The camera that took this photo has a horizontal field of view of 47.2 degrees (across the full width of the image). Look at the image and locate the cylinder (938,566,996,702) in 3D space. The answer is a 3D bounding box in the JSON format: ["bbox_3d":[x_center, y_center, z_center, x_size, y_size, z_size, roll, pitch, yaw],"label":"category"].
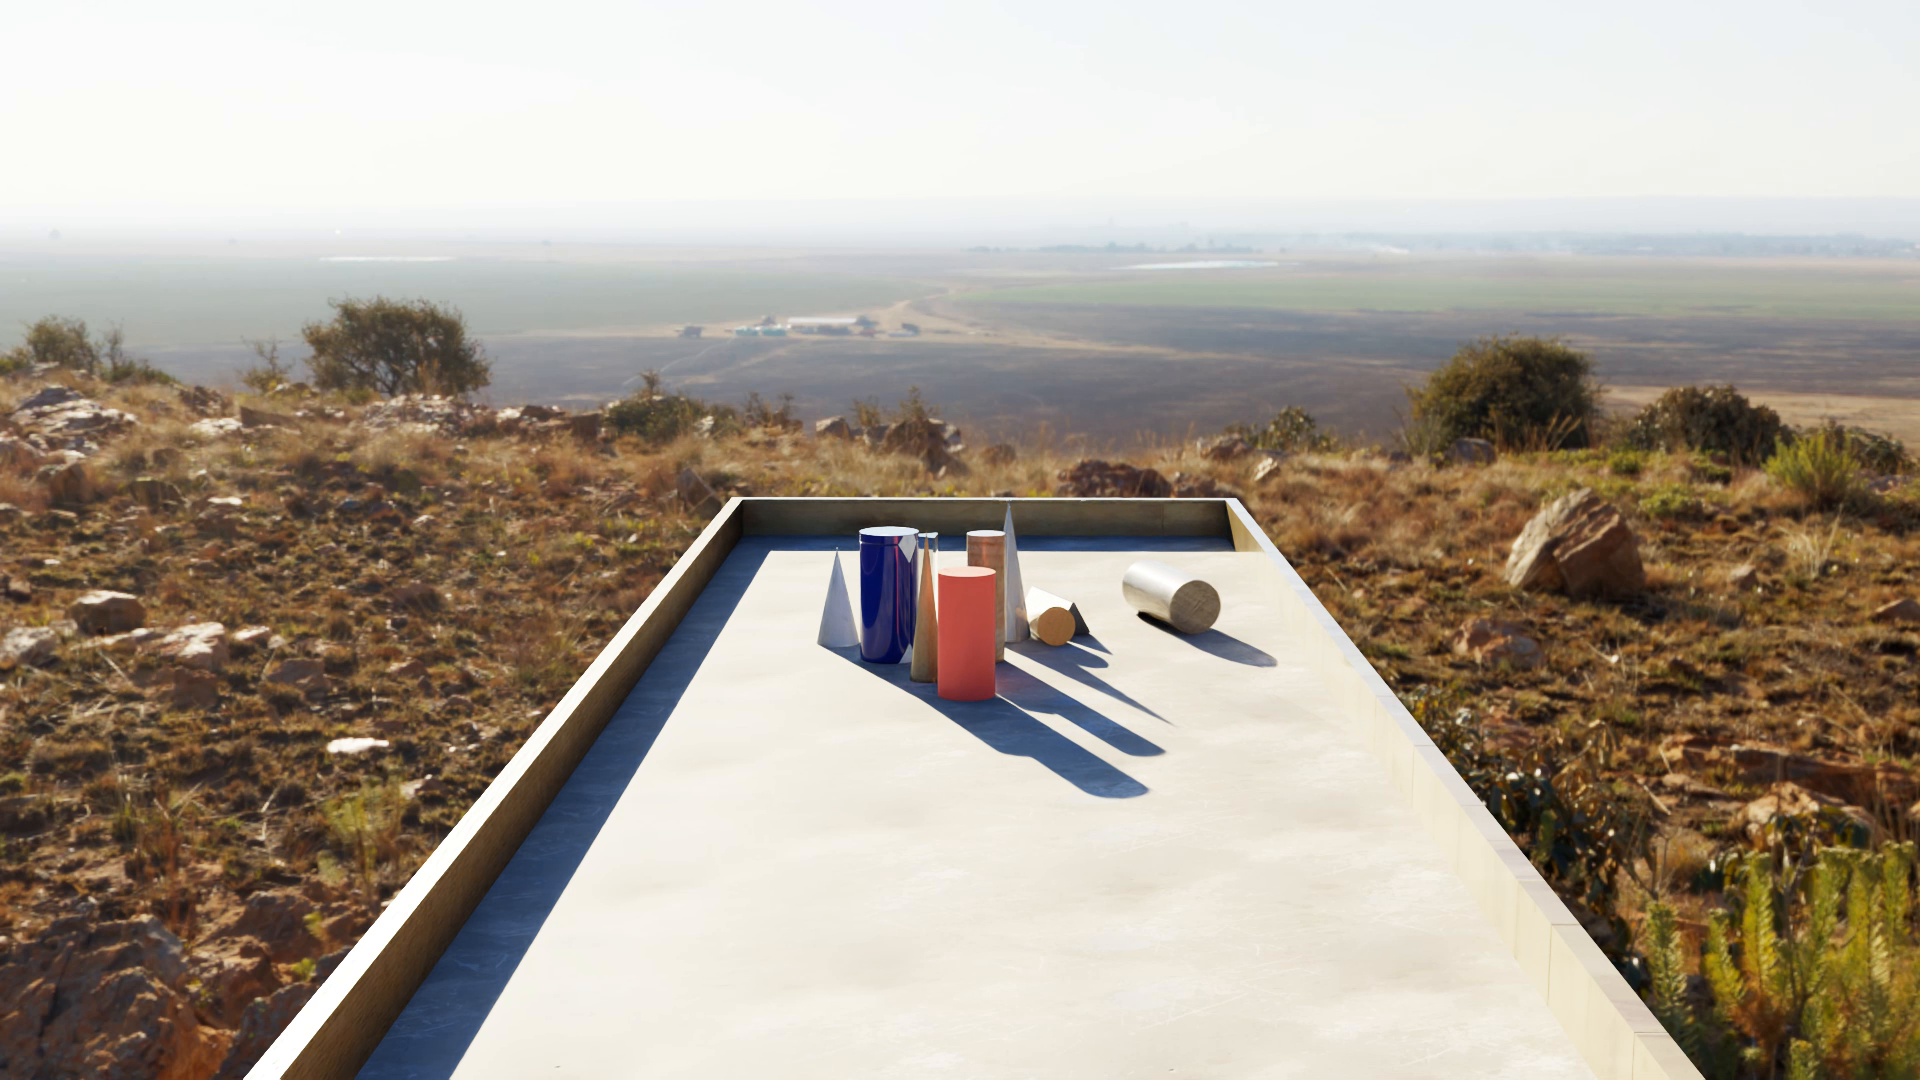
[{"bbox_3d":[0.018,0.264,6.212,0.164,0.355,0.164,0,9,0],"label":"cylinder"}]

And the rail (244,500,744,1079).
[{"bbox_3d":[-1.004,0.839,3.234,0.050,0.150,12.000,0,9,1],"label":"rail"}]

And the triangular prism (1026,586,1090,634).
[{"bbox_3d":[0.304,0.229,7.206,0.122,0.105,0.314,-4,10,-22],"label":"triangular prism"}]

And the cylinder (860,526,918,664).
[{"bbox_3d":[-0.215,0.167,6.703,0.179,0.392,0.179,0,9,0],"label":"cylinder"}]

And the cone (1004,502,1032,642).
[{"bbox_3d":[0.154,0.093,7.008,0.152,0.440,0.152,0,10,0],"label":"cone"}]

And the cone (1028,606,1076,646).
[{"bbox_3d":[0.244,0.267,7.123,0.125,0.125,0.448,-2,1,-15],"label":"cone"}]

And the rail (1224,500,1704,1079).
[{"bbox_3d":[1.046,0.843,3.208,0.050,0.150,12.000,0,9,1],"label":"rail"}]

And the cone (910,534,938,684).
[{"bbox_3d":[-0.097,0.188,6.397,0.101,0.447,0.101,0,9,0],"label":"cone"}]

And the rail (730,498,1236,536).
[{"bbox_3d":[0.099,-0.098,9.147,2.100,0.150,0.050,0,9,1],"label":"rail"}]

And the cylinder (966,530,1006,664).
[{"bbox_3d":[0.079,0.173,6.668,0.116,0.391,0.116,0,9,0],"label":"cylinder"}]

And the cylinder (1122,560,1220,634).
[{"bbox_3d":[0.694,0.186,7.273,0.177,0.177,0.420,-3,9,-17],"label":"cylinder"}]

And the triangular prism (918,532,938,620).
[{"bbox_3d":[-0.098,0.150,6.980,0.101,0.339,0.088,6,11,35],"label":"triangular prism"}]

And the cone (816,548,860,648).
[{"bbox_3d":[-0.387,0.174,6.937,0.140,0.304,0.140,0,9,0],"label":"cone"}]
